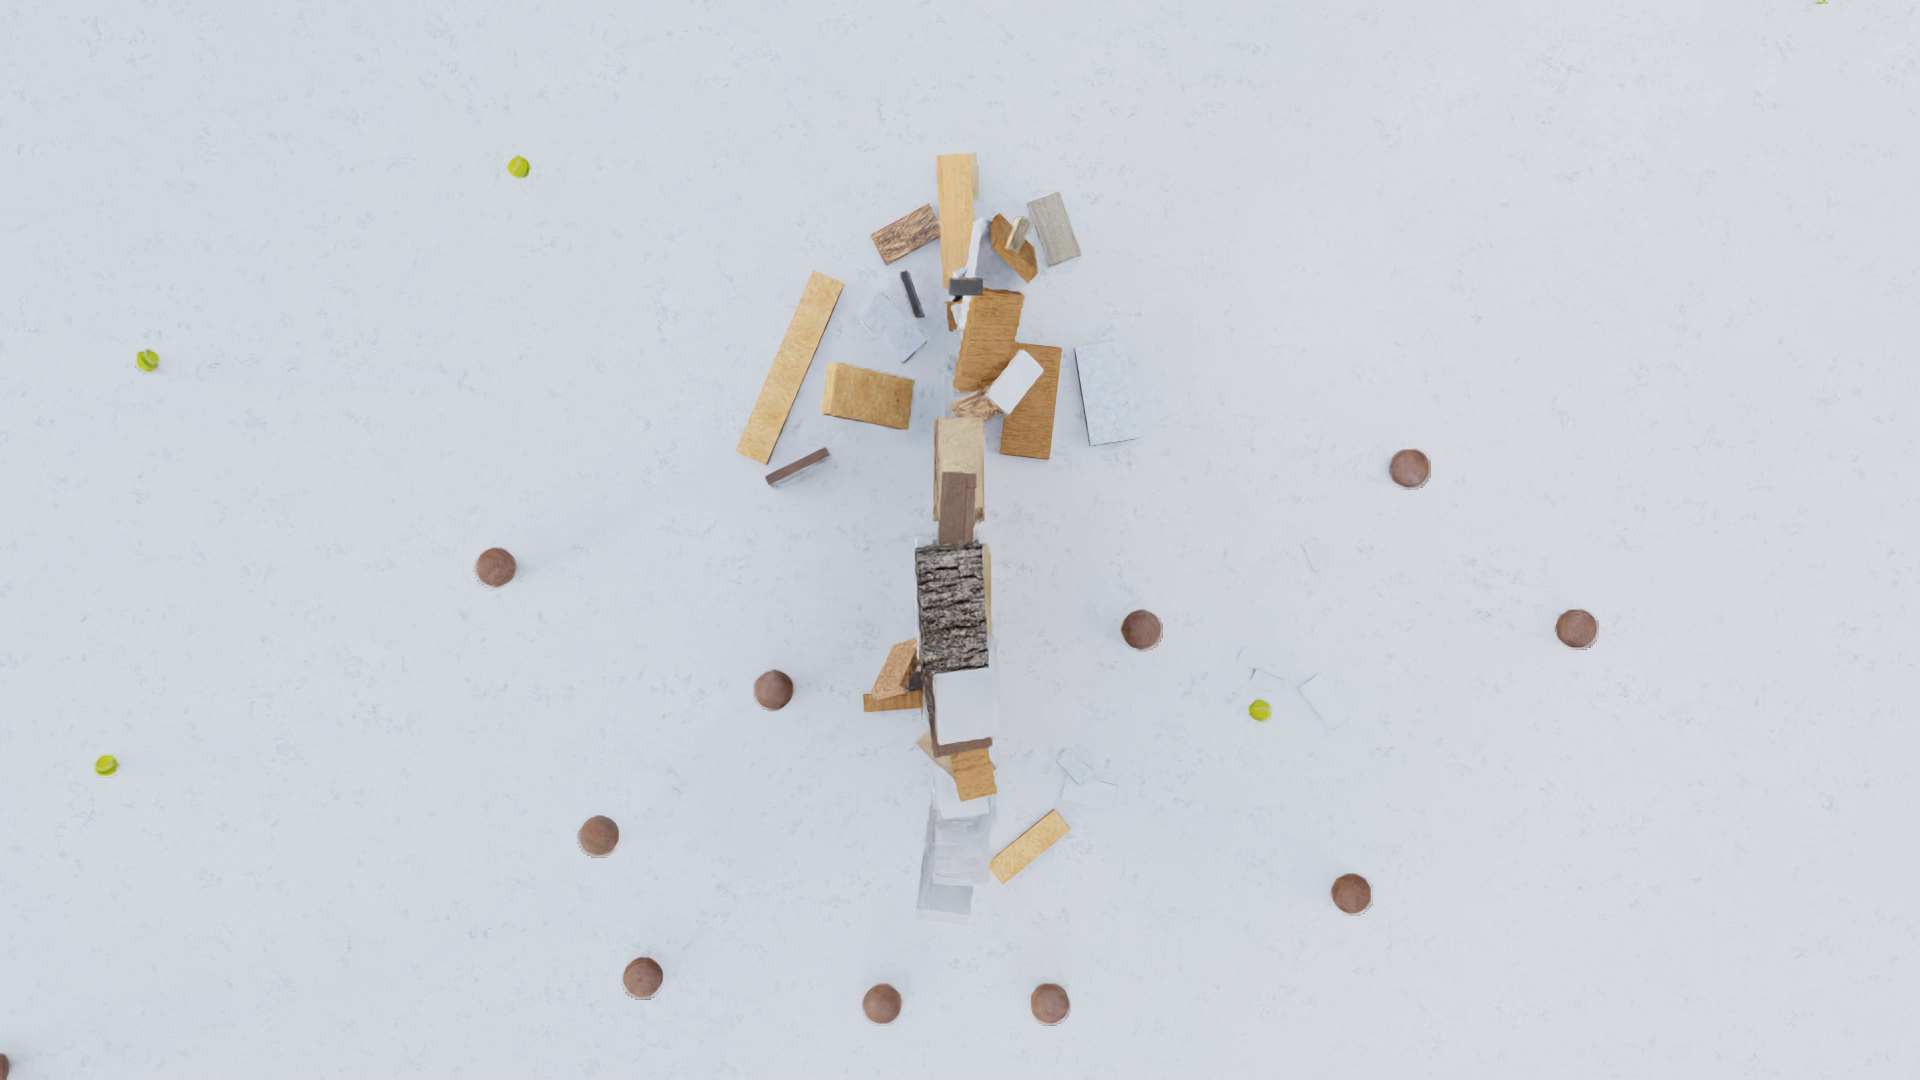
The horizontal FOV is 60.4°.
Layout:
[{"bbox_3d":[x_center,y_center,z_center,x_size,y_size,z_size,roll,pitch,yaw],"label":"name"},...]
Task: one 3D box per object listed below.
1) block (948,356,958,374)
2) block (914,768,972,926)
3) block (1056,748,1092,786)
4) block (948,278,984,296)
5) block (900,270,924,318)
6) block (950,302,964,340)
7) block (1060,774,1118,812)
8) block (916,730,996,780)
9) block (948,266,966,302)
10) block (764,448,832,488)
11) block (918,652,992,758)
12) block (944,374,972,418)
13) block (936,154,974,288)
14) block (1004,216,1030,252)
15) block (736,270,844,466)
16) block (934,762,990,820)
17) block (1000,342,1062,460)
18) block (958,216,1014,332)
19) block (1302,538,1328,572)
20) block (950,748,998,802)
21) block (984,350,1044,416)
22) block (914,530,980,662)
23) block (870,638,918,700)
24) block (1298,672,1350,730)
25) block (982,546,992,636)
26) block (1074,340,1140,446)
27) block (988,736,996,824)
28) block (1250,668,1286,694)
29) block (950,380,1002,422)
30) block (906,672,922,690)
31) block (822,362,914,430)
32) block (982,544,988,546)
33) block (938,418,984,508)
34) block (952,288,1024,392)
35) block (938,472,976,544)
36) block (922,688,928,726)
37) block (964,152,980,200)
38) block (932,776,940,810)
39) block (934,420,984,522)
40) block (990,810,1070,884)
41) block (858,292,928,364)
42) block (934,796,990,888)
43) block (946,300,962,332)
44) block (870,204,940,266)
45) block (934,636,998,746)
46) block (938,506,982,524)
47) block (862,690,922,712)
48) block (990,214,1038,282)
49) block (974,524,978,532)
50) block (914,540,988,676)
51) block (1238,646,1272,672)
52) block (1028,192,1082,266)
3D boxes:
[{"bbox_3d":[0.006,-0.577,5.407,0.094,0.187,0.027,-3,107,0],"label":"block"},{"bbox_3d":[-0.028,0.953,5.221,0.164,0.644,0.047,8,124,0],"label":"block"},{"bbox_3d":[0.378,0.753,5.475,0.059,0.017,0.119,-41,80,-14],"label":"block"},{"bbox_3d":[0.019,-0.770,5.015,0.103,0.015,0.051,-2,112,-9],"label":"block"},{"bbox_3d":[-0.158,-0.812,5.460,0.022,0.077,0.154,-20,90,8],"label":"block"},{"bbox_3d":[0.043,-0.672,5.286,0.094,0.027,0.187,-18,91,-23],"label":"block"},{"bbox_3d":[0.430,0.838,5.488,0.173,0.024,0.086,14,90,0],"label":"block"},{"bbox_3d":[-0.011,0.643,4.940,0.227,0.032,0.113,44,97,-9],"label":"block"},{"bbox_3d":[0.003,-0.820,5.381,0.077,0.154,0.022,-31,60,-33],"label":"block"},{"bbox_3d":[-0.531,-0.239,5.444,0.222,0.111,0.031,-26,87,0],"label":"block"},{"bbox_3d":[-0.011,0.462,4.753,0.175,0.049,0.349,-11,123,-6],"label":"block"},{"bbox_3d":[-0.002,-0.436,5.298,0.094,0.027,0.188,0,90,0],"label":"block"},{"bbox_3d":[-0.010,-1.053,5.448,0.111,0.031,0.436,-3,90,5],"label":"block"},{"bbox_3d":[0.177,-0.929,5.024,0.015,0.051,0.103,34,108,40],"label":"block"},{"bbox_3d":[-0.565,-0.573,5.484,0.111,0.031,0.656,23,90,0],"label":"block"},{"bbox_3d":[-0.002,0.694,4.988,0.143,0.040,0.285,-8,101,0],"label":"block"},{"bbox_3d":[0.235,-0.461,5.477,0.165,0.047,0.371,6,90,0],"label":"block"},{"bbox_3d":[0.092,-0.822,5.313,0.161,0.046,0.465,33,49,-33],"label":"block"},{"bbox_3d":[1.184,0.050,5.493,0.052,0.015,0.104,-23,90,0],"label":"block"},{"bbox_3d":[0.032,0.655,4.908,0.113,0.032,0.227,-13,98,-4],"label":"block"},{"bbox_3d":[0.169,-0.491,5.138,0.095,0.027,0.190,42,76,-18],"label":"block"},{"bbox_3d":[-0.036,0.159,4.652,0.175,0.049,0.376,-4,114,-8],"label":"block"},{"bbox_3d":[-0.188,0.396,5.111,0.113,0.227,0.032,-18,120,32],"label":"block"},{"bbox_3d":[1.212,0.537,5.488,0.086,0.024,0.173,-37,90,0],"label":"block"},{"bbox_3d":[-0.003,0.186,4.532,0.174,0.049,0.348,-6,120,-8],"label":"block"},{"bbox_3d":[0.487,-0.488,5.477,0.165,0.047,0.330,-9,90,0],"label":"block"},{"bbox_3d":[0.031,0.741,5.189,0.164,0.047,0.329,-1,111,0],"label":"block"},{"bbox_3d":[1.023,0.470,5.484,0.104,0.015,0.052,22,109,0],"label":"block"},{"bbox_3d":[0.073,-0.421,5.140,0.190,0.027,0.095,-30,86,-24],"label":"block"},{"bbox_3d":[-0.156,0.468,5.483,0.119,0.017,0.059,0,73,0],"label":"block"},{"bbox_3d":[-0.298,-0.466,5.370,0.330,0.047,0.165,8,89,-42],"label":"block"},{"bbox_3d":[-0.002,0.038,5.037,0.173,0.346,0.049,1,90,0],"label":"block"},{"bbox_3d":[0.002,-0.229,4.861,0.131,0.037,0.262,0,90,0],"label":"block"},{"bbox_3d":[0.088,-0.621,5.147,0.161,0.046,0.321,1,113,-28],"label":"block"},{"bbox_3d":[-0.010,-0.056,4.513,0.095,0.027,0.258,3,93,-9],"label":"block"},{"bbox_3d":[-0.022,0.370,4.804,0.175,0.049,0.349,-2,111,-5],"label":"block"},{"bbox_3d":[0.023,-1.209,5.489,0.077,0.022,0.154,-3,90,0],"label":"block"},{"bbox_3d":[0.006,0.606,5.054,0.143,0.040,0.456,5,97,-2],"label":"block"},{"bbox_3d":[-0.003,-0.216,5.164,0.157,0.044,0.314,0,90,0],"label":"block"},{"bbox_3d":[0.228,1.021,5.488,0.292,0.024,0.086,-39,90,0],"label":"block"},{"bbox_3d":[-0.225,-0.705,5.484,0.111,0.031,0.222,-43,90,0],"label":"block"},{"bbox_3d":[0.008,0.908,5.055,0.164,0.329,0.047,4,133,-2],"label":"block"},{"bbox_3d":[0.005,-0.737,5.406,0.094,0.187,0.027,-7,76,0],"label":"block"},{"bbox_3d":[-0.175,-1.015,5.484,0.222,0.031,0.111,-28,90,0],"label":"block"},{"bbox_3d":[0.016,0.425,4.628,0.174,0.049,0.348,-8,130,-8],"label":"block"},{"bbox_3d":[0.002,-0.106,5.010,0.131,0.262,0.037,0,74,0],"label":"block"},{"bbox_3d":[-0.162,0.531,5.492,0.319,0.017,0.059,-4,90,0],"label":"block"},{"bbox_3d":[0.170,-0.935,5.268,0.161,0.321,0.046,42,108,-17],"label":"block"},{"bbox_3d":[-0.003,0.072,5.228,0.127,0.036,0.254,-2,90,0],"label":"block"},{"bbox_3d":[-0.022,0.183,4.422,0.174,0.049,0.348,-7,109,-10],"label":"block"},{"bbox_3d":[0.980,0.400,5.493,0.104,0.015,0.052,24,90,0],"label":"block"},{"bbox_3d":[0.313,-1.033,5.484,0.111,0.031,0.222,-20,90,0],"label":"block"}]
